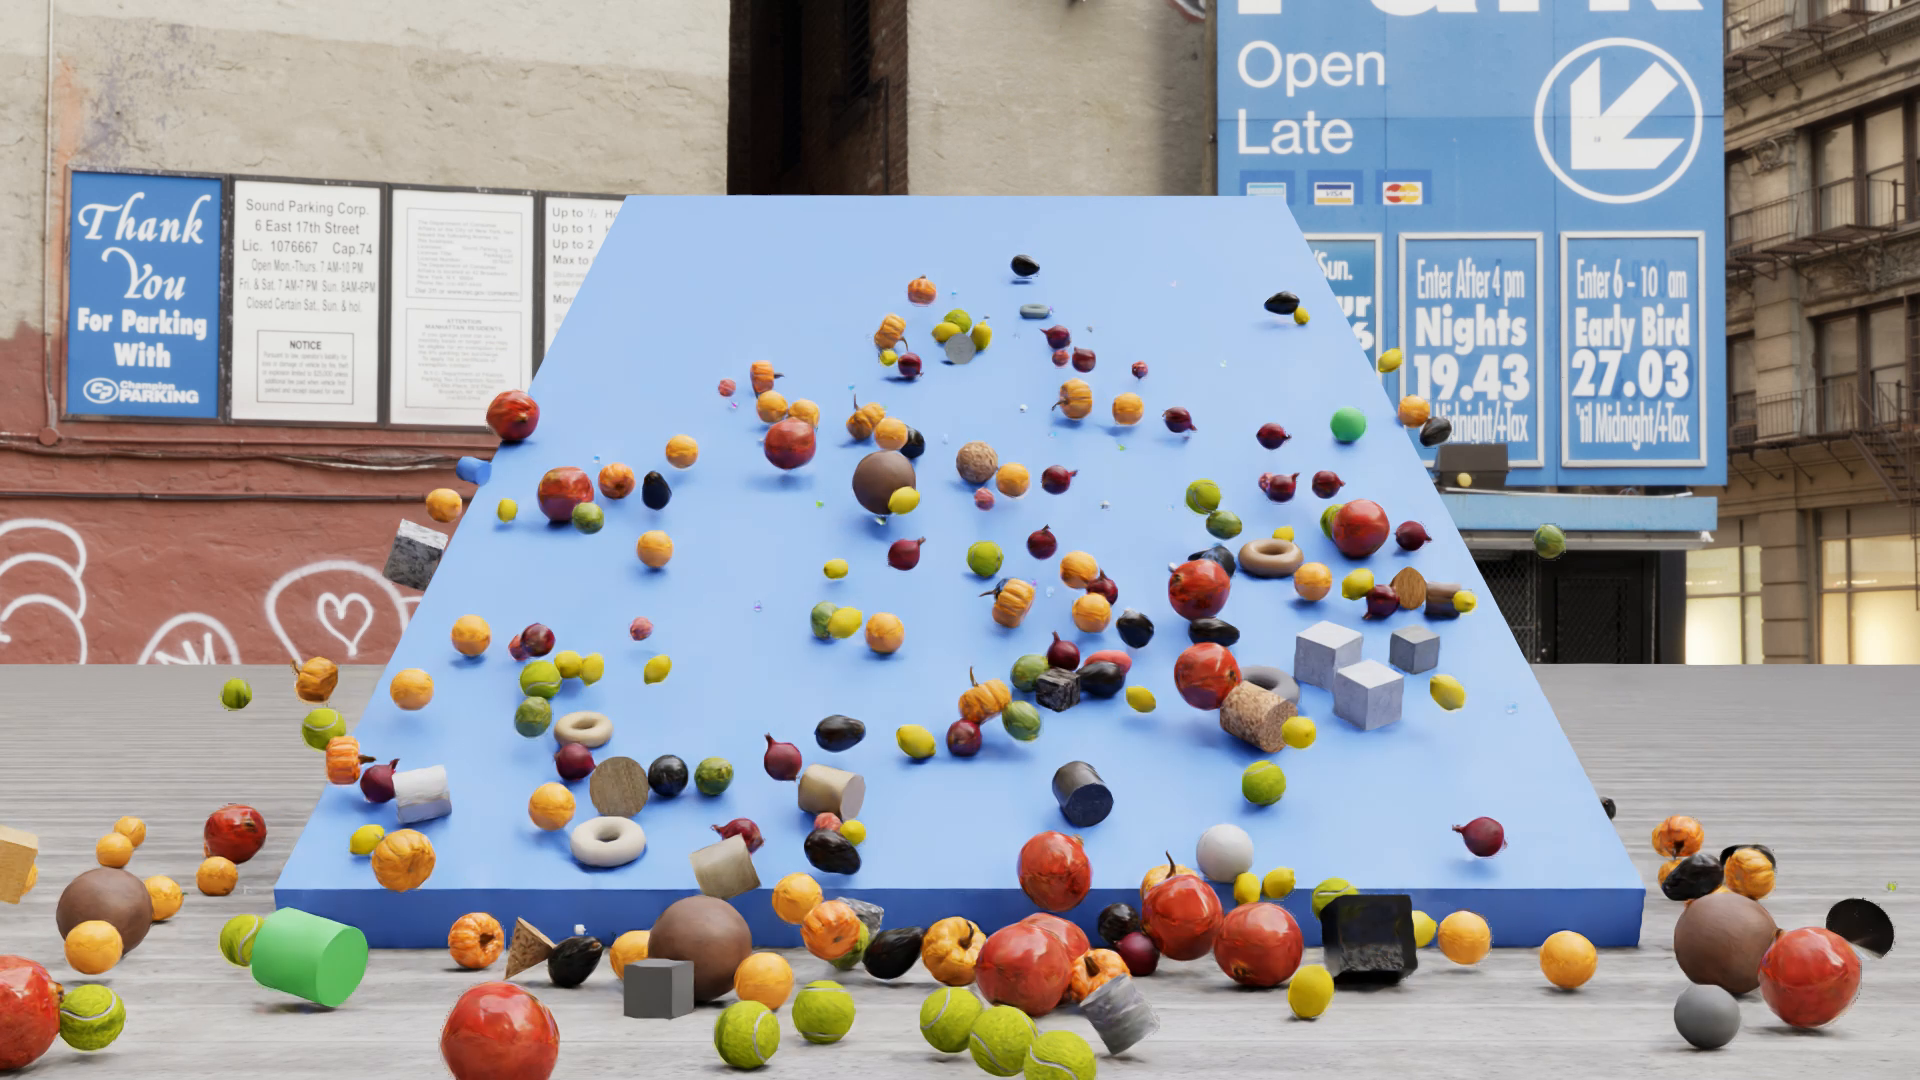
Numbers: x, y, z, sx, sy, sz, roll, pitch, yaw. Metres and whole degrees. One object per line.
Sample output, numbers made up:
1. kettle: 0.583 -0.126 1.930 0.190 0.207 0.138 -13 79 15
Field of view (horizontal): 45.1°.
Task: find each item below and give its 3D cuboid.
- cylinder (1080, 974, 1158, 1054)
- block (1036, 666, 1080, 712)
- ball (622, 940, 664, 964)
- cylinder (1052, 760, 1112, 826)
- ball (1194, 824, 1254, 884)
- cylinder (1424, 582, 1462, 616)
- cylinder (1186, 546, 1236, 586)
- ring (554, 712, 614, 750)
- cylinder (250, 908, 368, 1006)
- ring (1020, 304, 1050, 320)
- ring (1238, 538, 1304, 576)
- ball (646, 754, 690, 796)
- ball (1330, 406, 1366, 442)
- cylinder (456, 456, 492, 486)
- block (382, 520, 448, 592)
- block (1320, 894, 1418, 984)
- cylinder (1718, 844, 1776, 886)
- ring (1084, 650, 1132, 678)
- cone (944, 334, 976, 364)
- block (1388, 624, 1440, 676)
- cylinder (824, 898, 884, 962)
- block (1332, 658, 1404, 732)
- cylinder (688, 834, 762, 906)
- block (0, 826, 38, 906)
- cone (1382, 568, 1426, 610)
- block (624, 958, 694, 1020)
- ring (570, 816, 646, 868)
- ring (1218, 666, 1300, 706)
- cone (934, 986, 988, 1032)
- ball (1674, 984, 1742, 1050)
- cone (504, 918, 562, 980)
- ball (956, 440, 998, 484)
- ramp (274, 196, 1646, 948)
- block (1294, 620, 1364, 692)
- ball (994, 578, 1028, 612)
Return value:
1. cylinder: 0.170 0.507 2.471 0.061 0.061 0.061 -34 -3 -2
2. block: 0.166 0.253 3.905 0.052 0.052 0.052 20 30 39
3. ball: -0.418 0.555 3.048 0.054 0.054 0.054 0 -3 0
4. cylinder: 0.188 0.390 3.551 0.075 0.075 0.075 1 22 -17
5. ball: 0.387 0.458 3.376 0.087 0.087 0.087 0 -3 0
6. cylinder: 0.885 0.108 4.237 0.062 0.062 0.062 4 -2 12
7. cylinder: 0.475 0.050 4.369 0.065 0.065 0.065 -15 6 -32
8. ring: -0.617 0.312 3.786 0.099 0.033 0.099 1 23 -1
9. cylinder: -0.791 0.507 2.811 0.098 0.098 0.098 12 2 22
10. ring: 0.191 -0.586 5.920 0.079 0.026 0.079 1 22 0
11. ring: 0.598 0.033 4.439 0.127 0.042 0.127 -1 23 1
12. ball: -0.456 0.368 3.611 0.066 0.066 0.066 0 -3 0
13. ball: 0.852 -0.254 5.071 0.078 0.078 0.078 0 -3 0
14. cylinder: -1.017 -0.145 4.836 0.052 0.052 0.052 16 4 25
15. block: -1.067 0.031 4.524 0.094 0.094 0.094 20 15 -13
16. block: 0.530 0.519 3.002 0.096 0.096 0.096 0 -21 -5
17. cylinder: 1.479 0.610 4.341 0.076 0.076 0.076 3 -4 -43
18. ring: 0.254 0.214 3.977 0.083 0.028 0.083 -4 -27 -2
19. cone: -0.009 -0.457 5.603 0.077 0.077 0.077 1 -5 -15
20. block: 0.795 0.191 4.043 0.060 0.060 0.060 -15 27 -31
21. cylinder: -0.145 0.531 3.149 0.069 0.069 0.069 14 0 0
22. block: 0.682 0.259 3.857 0.080 0.080 0.080 -15 27 -31
23. cylinder: -0.337 0.473 3.311 0.081 0.081 0.081 -21 -1 -7
24. block: -1.561 0.523 3.751 0.095 0.095 0.095 21 -1 -22
25. cone: 0.812 0.094 4.304 0.079 0.079 0.079 2 -8 -30
26. block: -0.360 0.537 2.765 0.062 0.062 0.062 -1 -3 18
27. ring: -0.527 0.451 3.454 0.113 0.038 0.113 1 24 0
28. ring: 0.506 0.257 3.906 0.139 0.046 0.139 0 24 0
29. cone: -0.008 0.548 2.638 0.058 0.058 0.058 -31 -14 19
30. ball: 0.817 0.520 2.525 0.070 0.070 0.070 0 -3 0
31. cone: -0.576 0.549 3.036 0.074 0.074 0.074 37 -8 6
32. ball: 0.036 -0.163 4.838 0.090 0.090 0.090 0 -3 0
33. ramp: -0.007 -0.225 5.228 2.000 0.100 4.000 0 23 0
34. block: 0.636 0.200 3.992 0.083 0.083 0.083 20 30 39
35. ball: 0.093 0.100 4.246 0.062 0.062 0.062 0 -3 0
